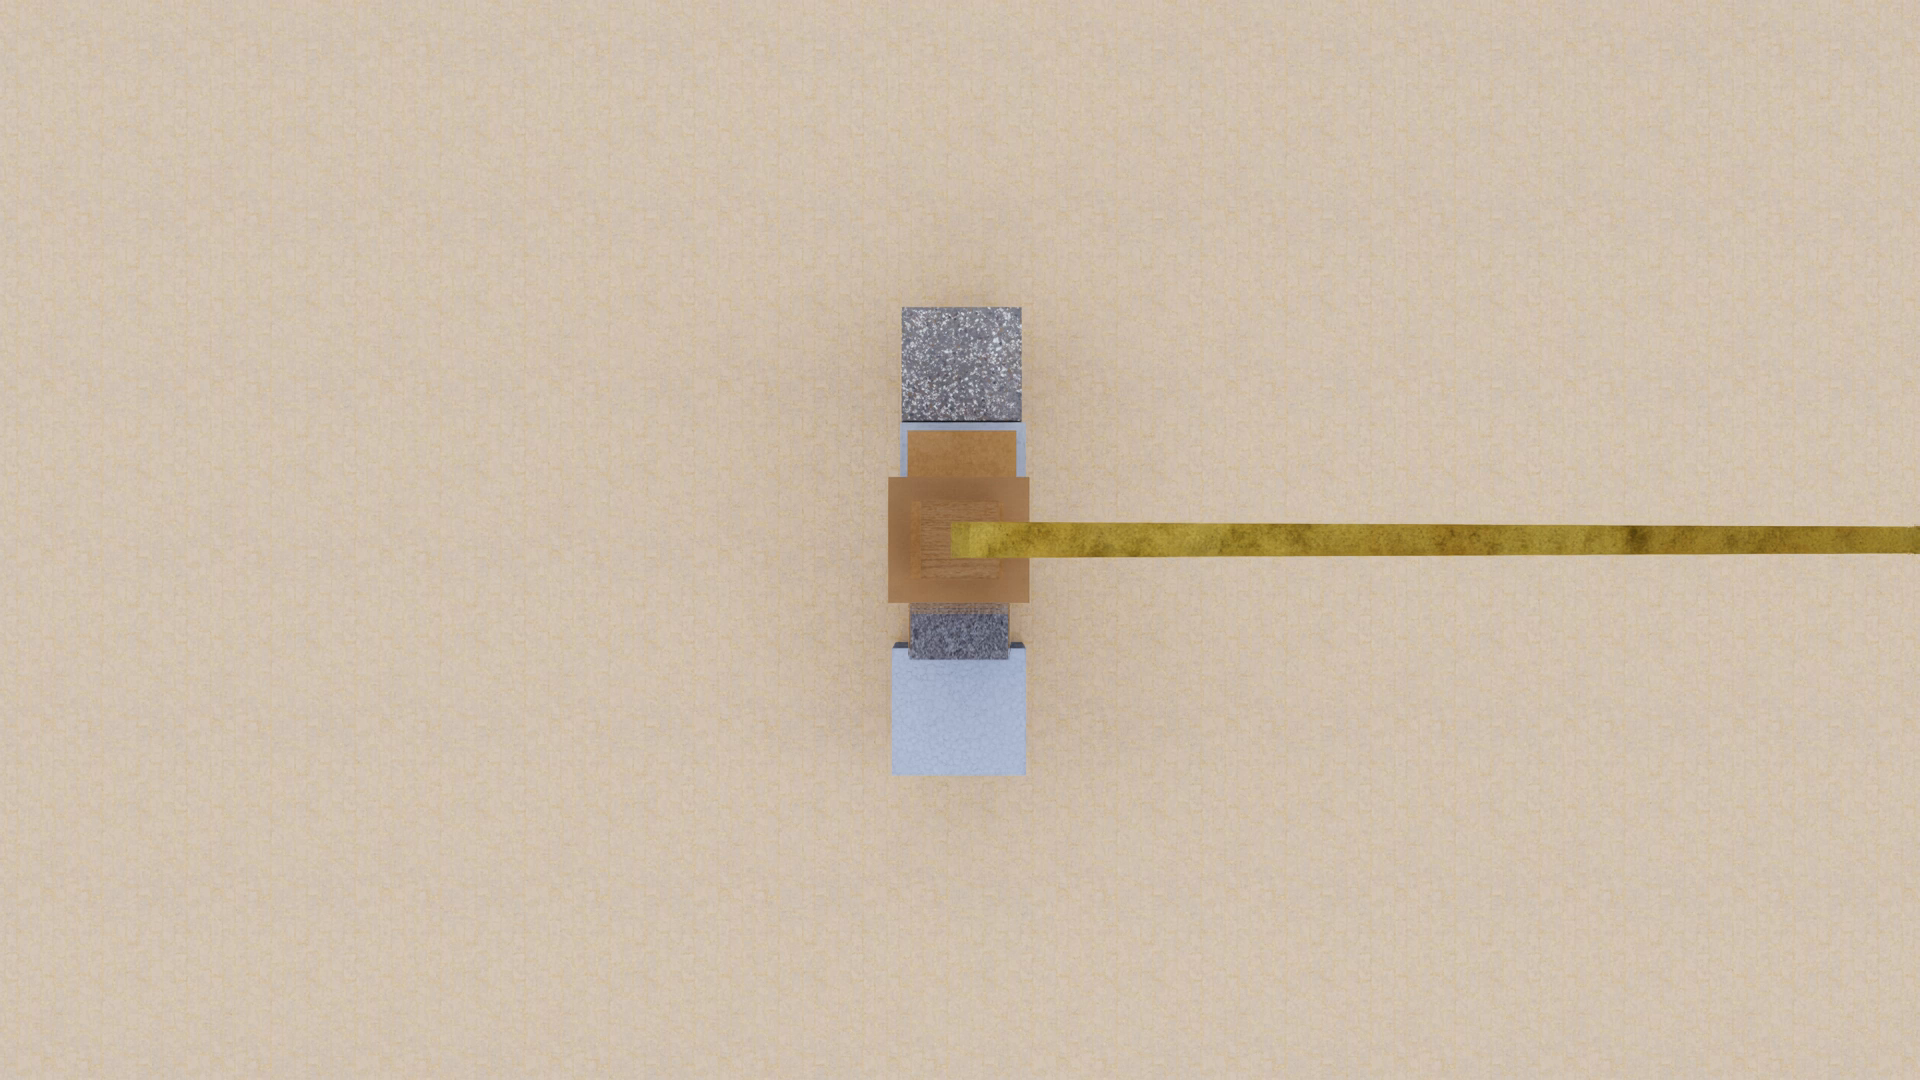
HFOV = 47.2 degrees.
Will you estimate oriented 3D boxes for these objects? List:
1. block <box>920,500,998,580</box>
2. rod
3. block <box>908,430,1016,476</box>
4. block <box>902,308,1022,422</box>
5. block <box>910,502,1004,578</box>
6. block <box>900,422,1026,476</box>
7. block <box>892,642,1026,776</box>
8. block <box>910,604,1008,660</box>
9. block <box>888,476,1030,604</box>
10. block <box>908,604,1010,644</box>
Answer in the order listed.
[{"bbox_3d":[-0.001,0.000,9.683,0.336,0.362,0.338,0,90,0],"label":"block"},{"bbox_3d":[2.234,0.000,6.232,5.200,0.080,0.080,0,90,-31],"label":"rod"},{"bbox_3d":[0.010,-0.285,12.045,0.581,0.669,0.597,0,90,0],"label":"block"},{"bbox_3d":[0.009,-0.991,12.688,0.677,0.624,0.639,0,90,0],"label":"block"},{"bbox_3d":[-0.014,0.000,10.049,0.414,0.369,0.347,0,90,0],"label":"block"},{"bbox_3d":[0.017,-0.285,12.690,0.708,0.621,0.754,0,90,0],"label":"block"},{"bbox_3d":[-0.006,0.957,12.619,0.747,0.763,0.708,0,90,0],"label":"block"},{"bbox_3d":[-0.002,0.335,12.114,0.528,0.581,0.559,0,96,0],"label":"block"},{"bbox_3d":[-0.006,0.000,10.509,0.657,0.550,0.587,0,90,0],"label":"block"},{"bbox_3d":[-0.005,0.348,12.775,0.574,0.451,0.491,0,90,0],"label":"block"}]
